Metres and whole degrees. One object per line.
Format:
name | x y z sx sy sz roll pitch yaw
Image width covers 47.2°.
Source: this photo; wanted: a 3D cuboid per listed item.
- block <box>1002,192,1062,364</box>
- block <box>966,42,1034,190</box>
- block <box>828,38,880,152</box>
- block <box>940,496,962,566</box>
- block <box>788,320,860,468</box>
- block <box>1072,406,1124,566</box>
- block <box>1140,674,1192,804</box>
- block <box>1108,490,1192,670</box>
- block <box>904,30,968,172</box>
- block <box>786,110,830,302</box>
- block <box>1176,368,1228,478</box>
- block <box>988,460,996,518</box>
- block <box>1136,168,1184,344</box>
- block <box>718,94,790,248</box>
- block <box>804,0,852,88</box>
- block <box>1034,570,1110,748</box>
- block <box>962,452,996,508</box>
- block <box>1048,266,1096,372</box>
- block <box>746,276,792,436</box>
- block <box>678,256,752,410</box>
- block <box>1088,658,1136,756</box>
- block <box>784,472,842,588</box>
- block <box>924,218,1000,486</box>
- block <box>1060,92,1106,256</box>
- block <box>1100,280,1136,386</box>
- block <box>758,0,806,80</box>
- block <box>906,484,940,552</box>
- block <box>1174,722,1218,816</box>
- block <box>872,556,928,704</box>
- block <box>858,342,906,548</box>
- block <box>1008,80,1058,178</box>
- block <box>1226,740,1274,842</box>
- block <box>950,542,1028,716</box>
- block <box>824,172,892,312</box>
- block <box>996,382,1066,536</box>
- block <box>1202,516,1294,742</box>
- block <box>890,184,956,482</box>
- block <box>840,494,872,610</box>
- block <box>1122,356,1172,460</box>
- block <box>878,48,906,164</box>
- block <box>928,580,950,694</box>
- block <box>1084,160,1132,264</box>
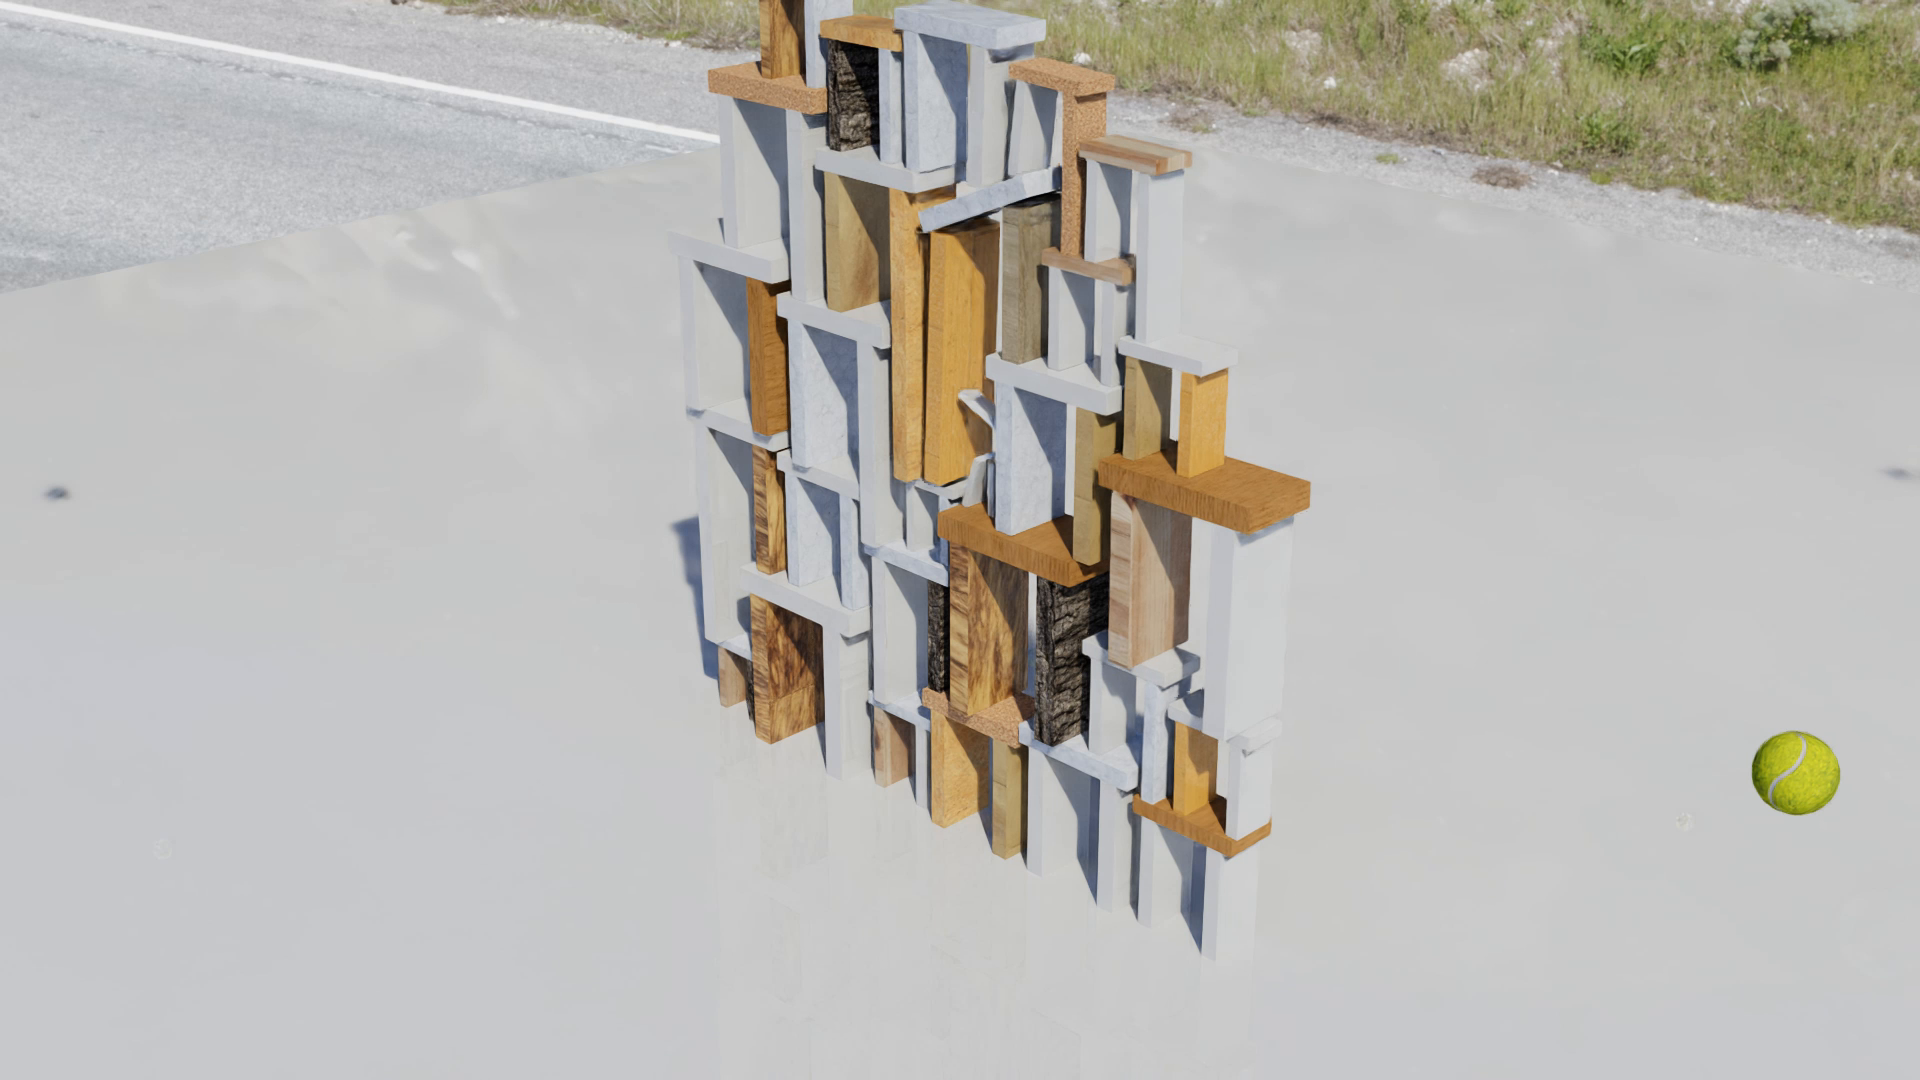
block | 0.137 -0.462 3.883 0.039 0.278 0.139 21 31 41
block | 0.071 -0.745 3.832 0.035 0.247 0.123 24 32 39
block | -0.195 -0.831 4.076 0.103 0.205 0.029 -21 31 -40
block | -0.006 -0.027 4.213 0.020 0.139 0.070 21 31 41
block | -0.268 -0.308 4.381 0.043 0.301 0.151 21 31 40
block | 0.266 -0.112 3.889 0.144 0.288 0.041 -21 31 -40
block | 0.372 0.349 3.961 0.028 0.244 0.097 21 31 40
block | 0.336 0.048 3.868 0.163 0.327 0.046 -21 31 -40
block | -0.042 -0.792 3.931 0.035 0.247 0.123 20 30 41
block | -0.258 -0.654 4.229 0.150 0.368 0.042 -21 31 -41
block | 0.407 -0.203 3.684 0.092 0.184 0.026 -21 32 -40
block | 0.076 -0.100 4.092 0.015 0.106 0.053 21 31 41
block | 0.332 -0.476 3.660 0.087 0.289 0.025 -21 30 -40
block | -0.400 -0.739 4.345 0.042 0.300 0.150 21 31 41
block | -0.243 -0.943 4.087 0.027 0.192 0.096 21 31 40
block | 0.214 0.200 4.070 0.047 0.334 0.167 21 31 41
block | 0.038 -0.114 4.127 0.053 0.106 0.015 -21 49 -40
block | 0.196 -0.396 3.849 0.026 0.184 0.092 21 31 41
block | -0.347 -0.387 4.429 0.046 0.324 0.162 21 31 41
block | -0.500 -0.446 4.570 0.046 0.324 0.162 21 31 41
block | 0.281 0.290 4.037 0.097 0.194 0.028 -21 31 -41
block | -0.299 -0.037 4.531 0.035 0.246 0.123 21 31 41
block | 0.004 -0.347 4.079 0.139 0.486 0.039 -21 34 -40
block | 0.210 -0.626 3.737 0.024 0.275 0.084 21 31 40
block | 0.283 -0.363 3.770 0.026 0.184 0.092 21 31 41
block | -0.334 -0.978 4.169 0.027 0.192 0.096 21 31 40
block | -0.072 -0.053 4.273 0.070 0.140 0.020 -21 31 -41
block | 0.422 0.394 3.932 0.026 0.182 0.091 21 31 40
block | -0.120 0.166 4.429 0.118 0.318 0.033 -21 31 -41
block | -0.126 -0.201 4.271 0.151 0.413 0.043 -21 31 -41
block | 0.126 -0.715 3.793 0.024 0.167 0.084 28 35 36
block | 0.508 0.428 3.854 0.091 0.182 0.026 -22 31 -40
block | 0.057 0.147 4.218 0.047 0.352 0.167 21 31 40
block | -0.192 -0.578 4.180 0.133 0.266 0.038 -21 31 -41
block | 0.130 -0.165 4.014 0.041 0.288 0.144 21 31 41
block | 0.490 0.135 3.737 0.046 0.390 0.163 21 31 40
block | -0.067 -0.392 4.123 0.038 0.563 0.133 21 31 41
block | -0.183 0.008 4.425 0.035 0.246 0.123 21 31 40
block | 0.322 -0.236 3.765 0.092 0.184 0.026 -21 31 -40
block | -0.099 -0.793 3.987 0.103 0.205 0.029 -21 31 -40
block | -0.009 0.172 4.310 0.033 0.236 0.118 21 31 40
block | 0.251 -0.563 3.716 0.087 0.174 0.025 -20 30 -40
